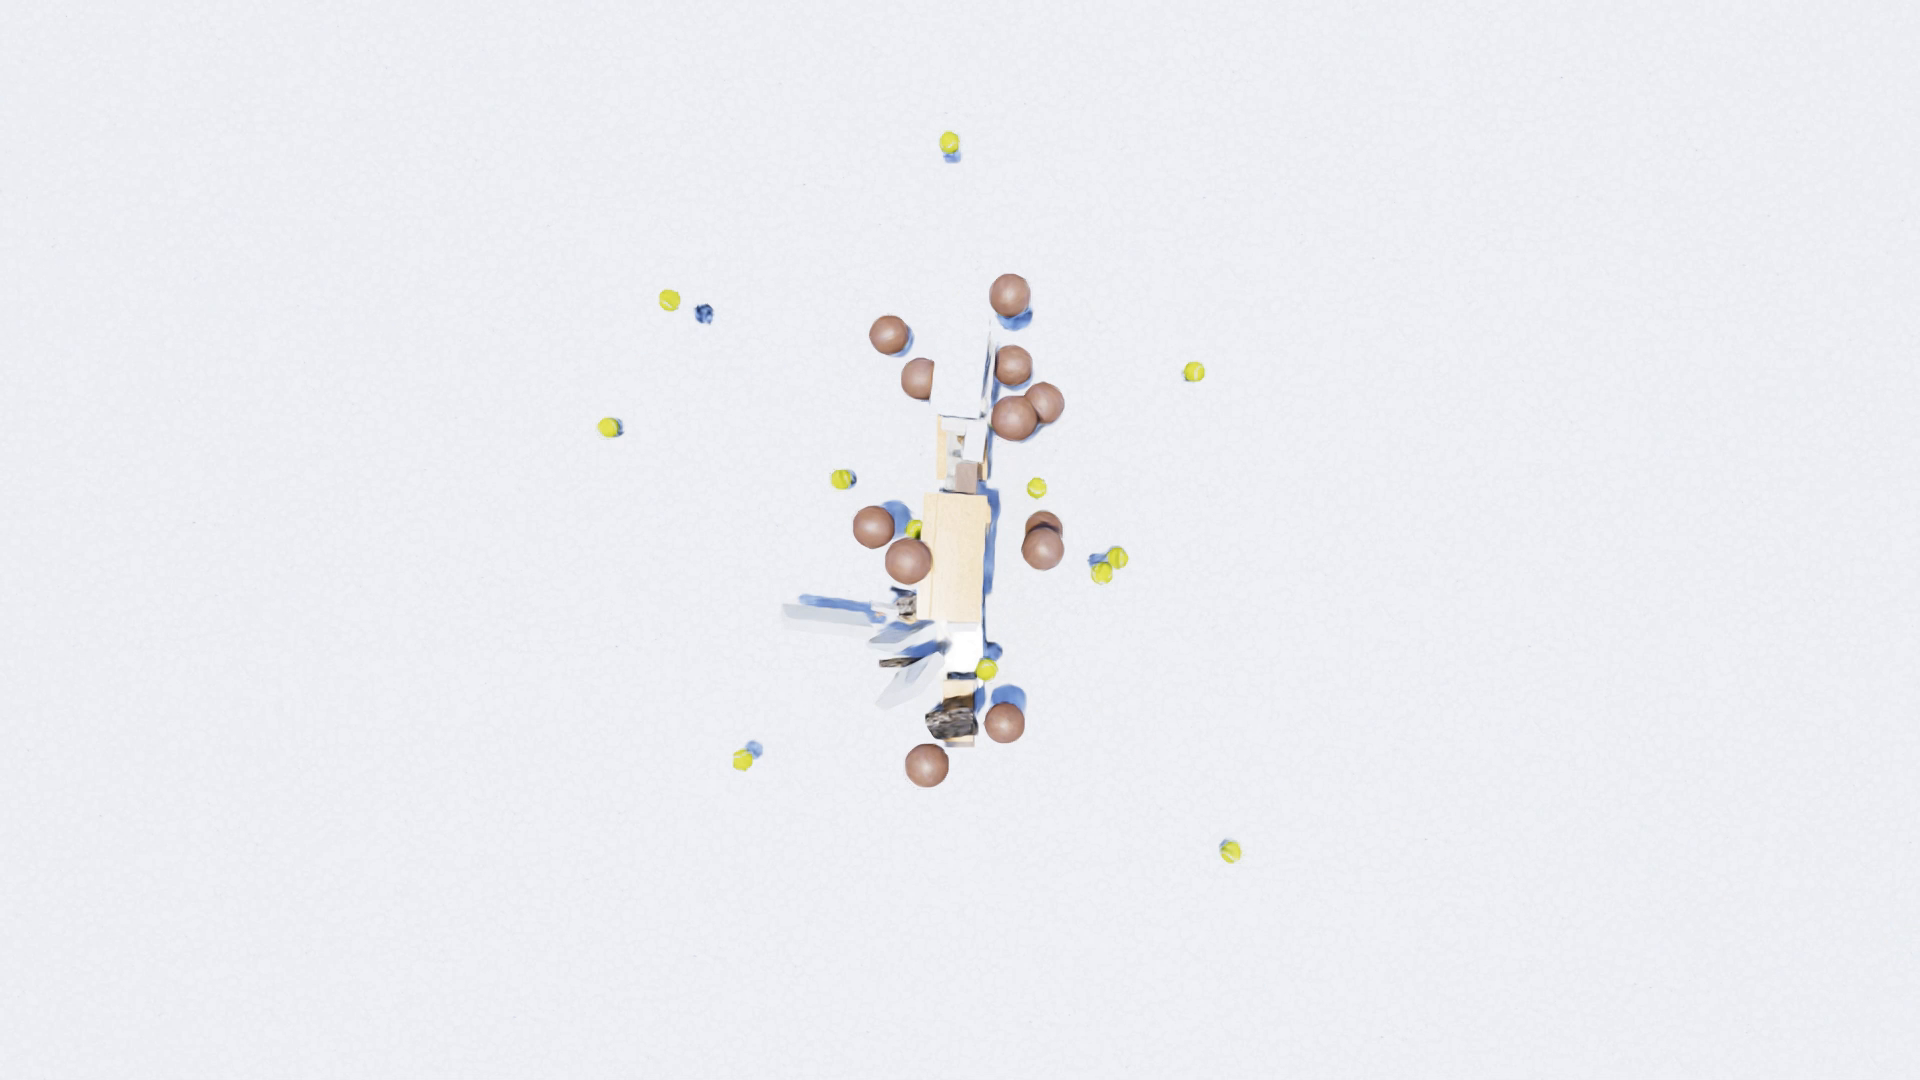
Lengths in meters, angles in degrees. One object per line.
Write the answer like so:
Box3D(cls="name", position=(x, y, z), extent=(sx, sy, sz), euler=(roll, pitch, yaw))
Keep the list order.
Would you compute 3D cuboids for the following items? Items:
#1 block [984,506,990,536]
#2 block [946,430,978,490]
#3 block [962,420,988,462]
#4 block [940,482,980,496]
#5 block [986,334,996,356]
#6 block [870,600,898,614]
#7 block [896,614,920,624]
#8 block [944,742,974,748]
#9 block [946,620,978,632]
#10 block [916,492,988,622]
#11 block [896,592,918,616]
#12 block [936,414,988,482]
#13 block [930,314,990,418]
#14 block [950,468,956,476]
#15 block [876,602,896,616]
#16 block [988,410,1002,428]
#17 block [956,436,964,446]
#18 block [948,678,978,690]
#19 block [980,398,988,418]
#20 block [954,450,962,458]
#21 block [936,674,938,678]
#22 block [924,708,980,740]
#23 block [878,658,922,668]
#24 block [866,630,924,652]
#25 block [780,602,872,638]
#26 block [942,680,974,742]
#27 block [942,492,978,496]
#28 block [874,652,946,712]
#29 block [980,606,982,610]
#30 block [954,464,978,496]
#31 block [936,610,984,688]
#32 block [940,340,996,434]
Box3D(cls="block", position=(-0.001, -0.054, 4.785), extent=(0.175, 0.350, 0.050), euler=(-1, 85, 0))
Box3D(cls="block", position=(0.005, -0.241, 4.937), extent=(0.094, 0.027, 0.187), euler=(1, 90, -1))
Box3D(cls="block", position=(0.042, -0.288, 4.796), extent=(0.058, 0.016, 0.116), euler=(8, 90, -11))
Box3D(cls="block", position=(-0.001, -0.053, 5.223), extent=(0.129, 0.037, 0.258), euler=(0, 90, 0))
Box3D(cls="block", position=(0.021, -0.559, 4.676), extent=(0.137, 0.274, 0.039), euler=(-7, 84, 4))
Box3D(cls="block", position=(-0.219, 0.204, 4.952), extent=(0.095, 0.048, 0.014), euler=(11, 107, -9))
Box3D(cls="block", position=(-0.151, 0.230, 4.946), extent=(0.048, 0.095, 0.014), euler=(-29, 107, -19))
Box3D(cls="block", position=(-0.001, 0.566, 5.293), extent=(0.096, 0.027, 0.193), euler=(0, 90, 0))
Box3D(cls="block", position=(0.005, 0.265, 5.082), extent=(0.094, 0.187, 0.027), euler=(-1, 91, 0))
Box3D(cls="block", position=(-0.022, 0.048, 4.579), extent=(0.175, 0.050, 0.350), euler=(3, 87, 0))
Box3D(cls="block", position=(-0.065, 0.175, 4.802), extent=(0.175, 0.387, 0.050), euler=(-9, 90, 7))
Box3D(cls="block", position=(0.007, -0.345, 5.160), extent=(0.158, 0.045, 0.317), euler=(1, 90, 0))
Box3D(cls="block", position=(0.000, -0.476, 4.523), extent=(0.137, 0.039, 0.274), euler=(6, 93, 3))
Box3D(cls="block", position=(0.010, -0.202, 4.858), extent=(0.063, 0.126, 0.018), euler=(-2, 91, -6))
Box3D(cls="block", position=(-0.214, 0.211, 5.089), extent=(0.048, 0.095, 0.014), euler=(-39, 103, -44))
Box3D(cls="block", position=(0.054, -0.368, 5.001), extent=(0.137, 0.274, 0.039), euler=(2, 90, 0))
Box3D(cls="block", position=(0.030, -0.295, 4.862), extent=(0.058, 0.116, 0.016), euler=(-9, 103, -10))
Box3D(cls="block", position=(0.004, 0.445, 5.080), extent=(0.092, 0.184, 0.026), euler=(-3, 89, 4))
Box3D(cls="block", position=(0.008, -0.383, 4.685), extent=(0.137, 0.274, 0.039), euler=(6, 91, 3))
Box3D(cls="block", position=(0.020, -0.254, 4.862), extent=(0.058, 0.116, 0.016), euler=(6, 90, -11))
Box3D(cls="block", position=(-0.004, 0.417, 5.358), extent=(0.142, 0.284, 0.040), euler=(0, 89, 0))
Box3D(cls="block", position=(-0.021, 0.539, 4.828), extent=(0.134, 0.270, 0.038), euler=(-8, 74, 3))
Box3D(cls="block", position=(-0.151, 0.383, 5.145), extent=(0.187, 0.094, 0.027), euler=(-2, 88, 12))
Box3D(cls="block", position=(-0.205, 0.311, 5.118), extent=(0.094, 0.187, 0.027), euler=(-29, 105, -33))
Box3D(cls="block", position=(-0.415, 0.250, 5.107), extent=(0.267, 0.134, 0.038), euler=(7, 106, -16))
Box3D(cls="block", position=(-0.005, 0.516, 4.975), extent=(0.092, 0.026, 0.185), euler=(1, 91, 2))
Box3D(cls="block", position=(-0.001, -0.037, 4.977), extent=(0.107, 0.030, 0.213), euler=(0, 90, 0))
Box3D(cls="block", position=(-0.147, 0.418, 4.846), extent=(0.038, 0.267, 0.134), euler=(43, 60, -10))
Box3D(cls="block", position=(-0.004, 0.228, 5.358), extent=(0.142, 0.283, 0.040), euler=(0, 89, 0))
Box3D(cls="block", position=(0.016, -0.159, 4.787), extent=(0.063, 0.018, 0.126), euler=(2, 90, -6))
Box3D(cls="block", position=(-0.001, 0.320, 5.196), extent=(0.142, 0.040, 0.283), euler=(-2, 90, 0))
Box3D(cls="block", position=(0.025, -0.455, 4.839), extent=(0.137, 0.039, 0.274), euler=(6, 92, 3))
